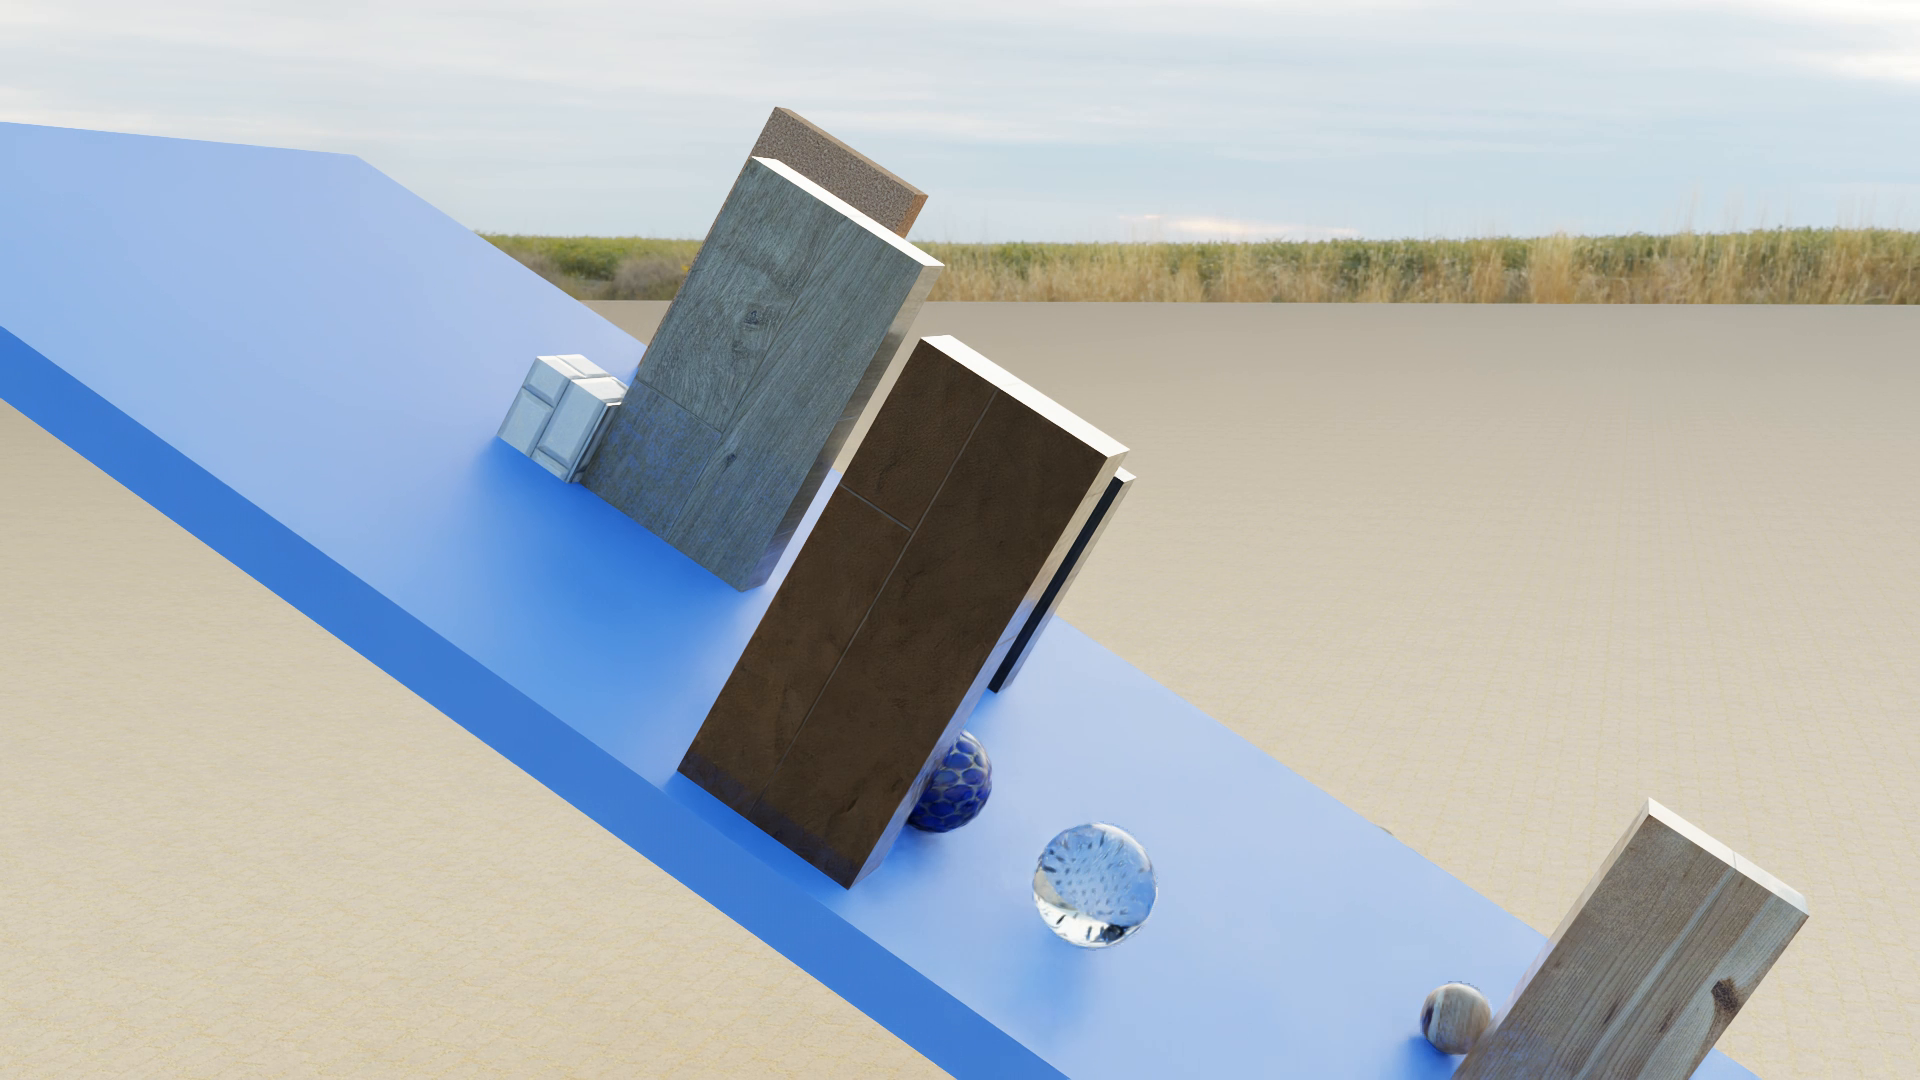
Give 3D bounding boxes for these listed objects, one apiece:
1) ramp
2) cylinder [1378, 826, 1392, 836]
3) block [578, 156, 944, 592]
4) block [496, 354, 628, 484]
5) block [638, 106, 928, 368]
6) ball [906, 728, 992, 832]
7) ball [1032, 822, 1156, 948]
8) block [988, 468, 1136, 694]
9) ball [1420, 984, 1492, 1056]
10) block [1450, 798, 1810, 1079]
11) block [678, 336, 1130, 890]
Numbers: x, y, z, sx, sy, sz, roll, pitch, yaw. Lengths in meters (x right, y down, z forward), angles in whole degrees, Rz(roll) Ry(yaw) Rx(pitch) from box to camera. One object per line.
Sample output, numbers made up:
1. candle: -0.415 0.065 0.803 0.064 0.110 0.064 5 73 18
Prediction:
1. ramp: -0.170 0.281 4.121 4.000 0.100 2.000 33 15 11
2. cylinder: 1.225 0.952 6.790 0.162 0.162 0.162 8 10 44
3. block: -0.373 -0.304 4.077 0.381 0.700 0.121 33 15 11
4. block: -0.735 -0.232 4.184 0.172 0.172 0.172 34 15 12
5. block: -0.406 -0.584 4.984 0.385 0.678 0.089 33 15 11
6. ball: -0.036 0.379 3.510 0.175 0.175 0.175 0 7 0
7. ball: 0.209 0.538 3.424 0.193 0.193 0.193 0 7 0
8. block: 0.059 -0.008 4.341 0.364 0.495 0.105 33 15 11
9. ball: 0.868 0.838 3.846 0.123 0.123 0.123 0 7 0
10. block: 1.048 0.749 3.511 0.278 0.616 0.113 33 15 11
11. block: -0.088 0.105 3.185 0.312 0.743 0.135 33 15 11
